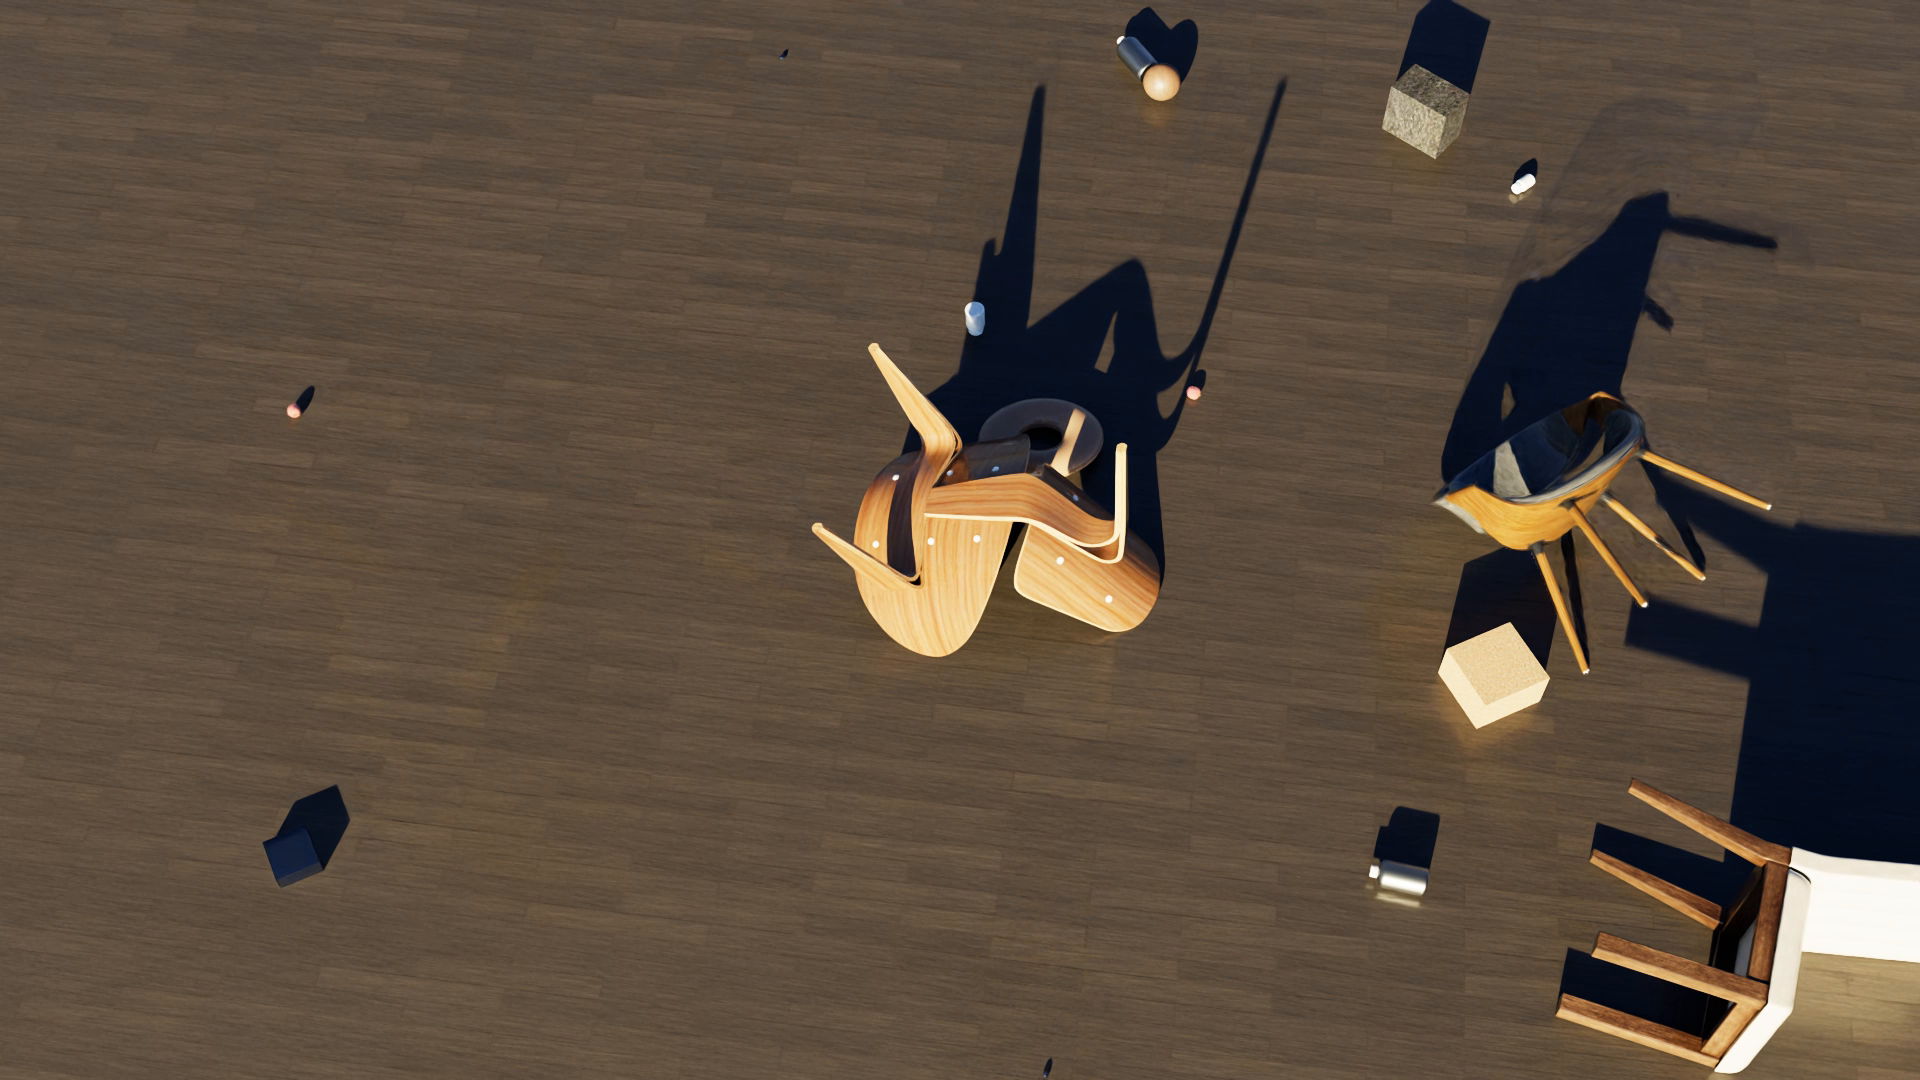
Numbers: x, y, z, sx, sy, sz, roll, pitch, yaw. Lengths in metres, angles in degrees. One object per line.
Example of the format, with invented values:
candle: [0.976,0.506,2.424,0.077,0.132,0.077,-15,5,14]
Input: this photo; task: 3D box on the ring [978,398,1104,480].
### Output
ring: [0.248,-0.310,6.735,0.386,0.074,0.305,-3,55,2]

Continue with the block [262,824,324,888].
block: [-1.809,0.858,5.965,0.120,0.054,0.124,-22,59,-14]

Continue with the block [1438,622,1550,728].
block: [1.513,0.384,6.237,0.211,0.132,0.203,-21,59,-14]

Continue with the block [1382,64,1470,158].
block: [1.572,-1.448,7.427,0.220,0.197,0.142,36,63,21]
